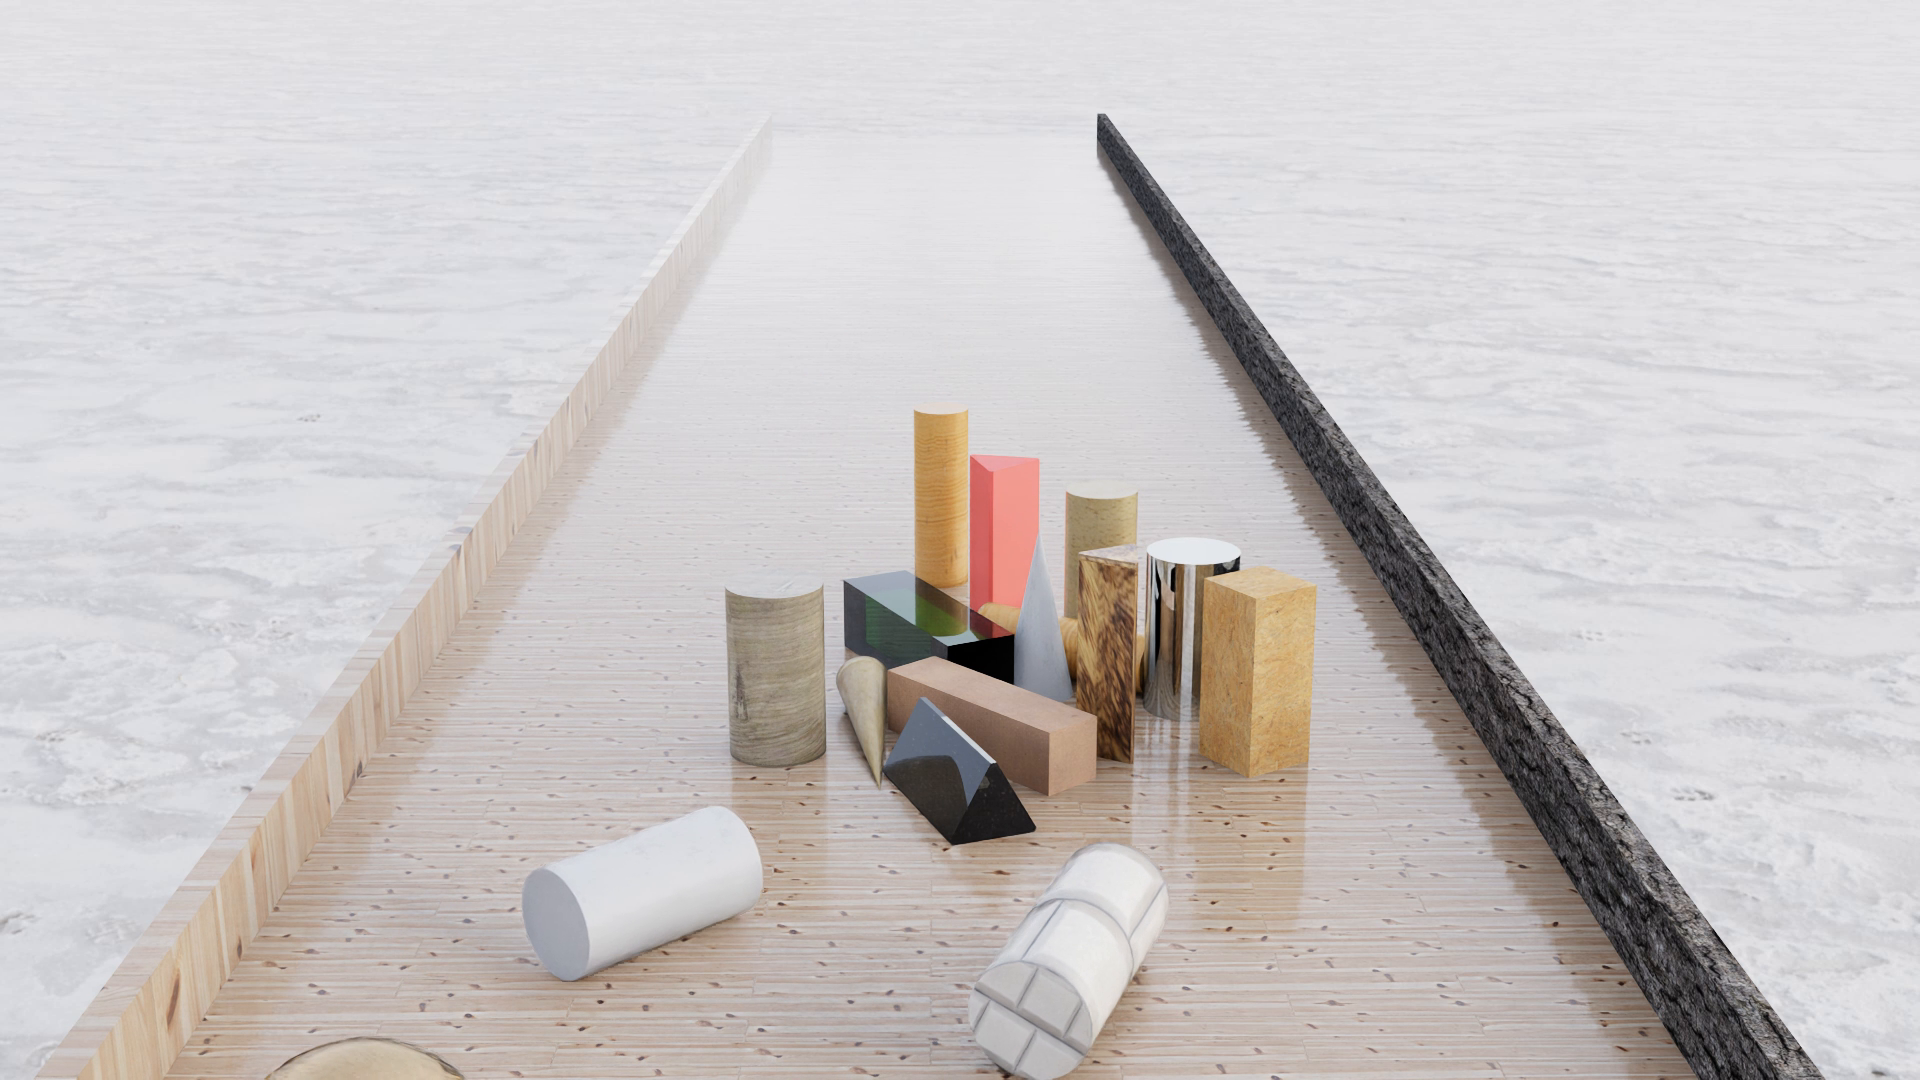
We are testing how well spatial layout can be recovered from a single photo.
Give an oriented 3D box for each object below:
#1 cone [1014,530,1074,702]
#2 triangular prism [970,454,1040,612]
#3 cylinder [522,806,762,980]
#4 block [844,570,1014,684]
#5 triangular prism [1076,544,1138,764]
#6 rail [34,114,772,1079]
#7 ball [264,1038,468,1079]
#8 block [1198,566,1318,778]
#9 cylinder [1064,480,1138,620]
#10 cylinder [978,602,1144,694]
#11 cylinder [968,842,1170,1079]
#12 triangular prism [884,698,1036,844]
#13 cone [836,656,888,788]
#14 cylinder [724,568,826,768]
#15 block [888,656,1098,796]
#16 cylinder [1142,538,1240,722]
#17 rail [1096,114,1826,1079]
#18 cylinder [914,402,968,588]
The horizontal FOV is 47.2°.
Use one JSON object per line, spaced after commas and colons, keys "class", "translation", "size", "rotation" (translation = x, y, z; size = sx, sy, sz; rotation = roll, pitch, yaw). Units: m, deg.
{"class": "cone", "translation": [0.150, 0.134, 4.190], "size": [0.137, 0.333, 0.137], "rotation": [0, 17, 0]}
{"class": "triangular prism", "translation": [0.069, -0.007, 4.658], "size": [0.127, 0.337, 0.147], "rotation": [15, 22, 42]}
{"class": "cylinder", "translation": [-0.462, 0.512, 3.211], "size": [0.312, 0.166, 0.166], "rotation": [-16, 23, -43]}
{"class": "block", "translation": [-0.067, 0.197, 4.317], "size": [0.141, 0.141, 0.458], "rotation": [-9, 19, -27]}
{"class": "triangular prism", "translation": [0.282, 0.197, 3.910], "size": [0.114, 0.372, 0.099], "rotation": [10, 19, 30]}
{"class": "rail", "translation": [-1.118, -0.838, 7.780], "size": [0.050, 0.150, 12.000], "rotation": [0, 17, -1]}
{"class": "ball", "translation": [-0.646, 0.691, 2.367], "size": [0.305, 0.305, 0.305], "rotation": [0, 17, 0]}
{"class": "block", "translation": [0.523, 0.230, 3.877], "size": [0.138, 0.329, 0.138], "rotation": [-11, 20, -32]}
{"class": "cylinder", "translation": [0.280, 0.067, 4.386], "size": [0.143, 0.350, 0.143], "rotation": [0, 17, 0]}
{"class": "cylinder", "translation": [0.211, 0.211, 4.315], "size": [0.379, 0.116, 0.116], "rotation": [10, 20, 31]}
{"class": "cylinder", "translation": [0.156, 0.569, 3.019], "size": [0.167, 0.167, 0.394], "rotation": [6, 18, 19]}
{"class": "triangular prism", "translation": [-0.005, 0.379, 3.711], "size": [0.151, 0.131, 0.323], "rotation": [-6, 18, -21]}
{"class": "cone", "translation": [-0.161, 0.348, 3.968], "size": [0.101, 0.101, 0.424], "rotation": [-2, 23, -6]}
{"class": "cylinder", "translation": [-0.327, 0.227, 3.914], "size": [0.173, 0.314, 0.173], "rotation": [0, 17, 0]}
{"class": "block", "translation": [0.052, 0.327, 3.926], "size": [0.116, 0.116, 0.421], "rotation": [-15, 22, -40]}
{"class": "cylinder", "translation": [0.434, 0.167, 4.127], "size": [0.174, 0.307, 0.174], "rotation": [0, 17, 0]}
{"class": "rail", "translation": [0.932, -0.844, 7.801], "size": [0.050, 0.150, 12.000], "rotation": [0, 17, -1]}
{"class": "cylinder", "translation": [-0.042, -0.099, 4.866], "size": [0.120, 0.396, 0.120], "rotation": [0, 17, 0]}
